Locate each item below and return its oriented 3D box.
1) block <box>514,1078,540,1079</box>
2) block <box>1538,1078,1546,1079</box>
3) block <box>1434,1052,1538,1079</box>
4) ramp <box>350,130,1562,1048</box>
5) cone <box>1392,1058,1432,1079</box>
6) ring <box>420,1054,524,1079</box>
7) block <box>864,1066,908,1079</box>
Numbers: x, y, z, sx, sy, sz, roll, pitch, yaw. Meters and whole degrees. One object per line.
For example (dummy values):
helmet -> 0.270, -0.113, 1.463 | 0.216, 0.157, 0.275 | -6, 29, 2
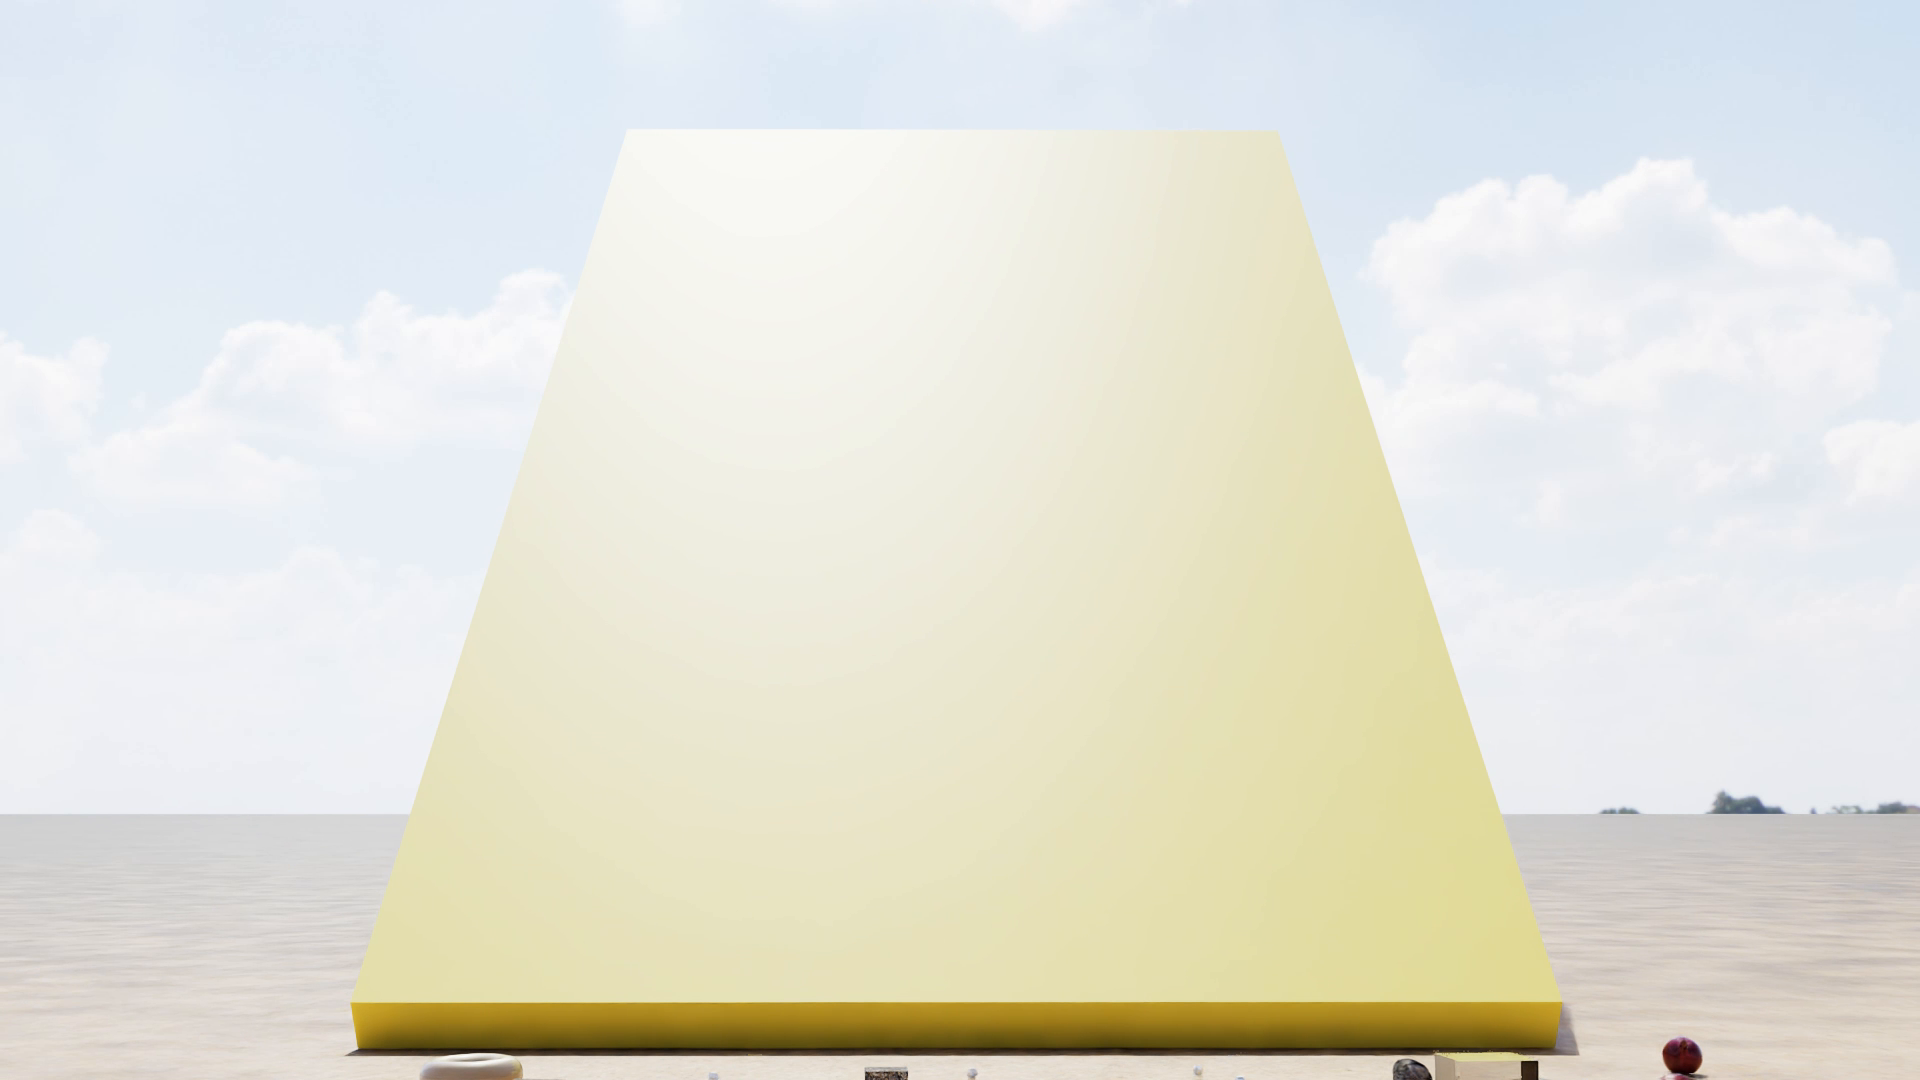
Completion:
block -> -0.526, 0.699, 2.978 | 0.064, 0.064, 0.064 | -1, -6, 7
block -> 0.702, 0.709, 3.049 | 0.059, 0.059, 0.059 | 5, -8, -39
block -> 0.640, 0.678, 2.943 | 0.098, 0.098, 0.098 | 1, -6, -6
ramp -> -0.013, -0.206, 5.746 | 2.000, 0.100, 4.000 | 0, 30, 0
cone -> 0.611, 0.756, 3.334 | 0.061, 0.061, 0.061 | -5, 19, 37
ring -> -0.690, 0.755, 3.418 | 0.145, 0.048, 0.145 | -1, -5, 0
block -> -0.097, 0.726, 3.194 | 0.056, 0.056, 0.056 | 0, -6, -4
